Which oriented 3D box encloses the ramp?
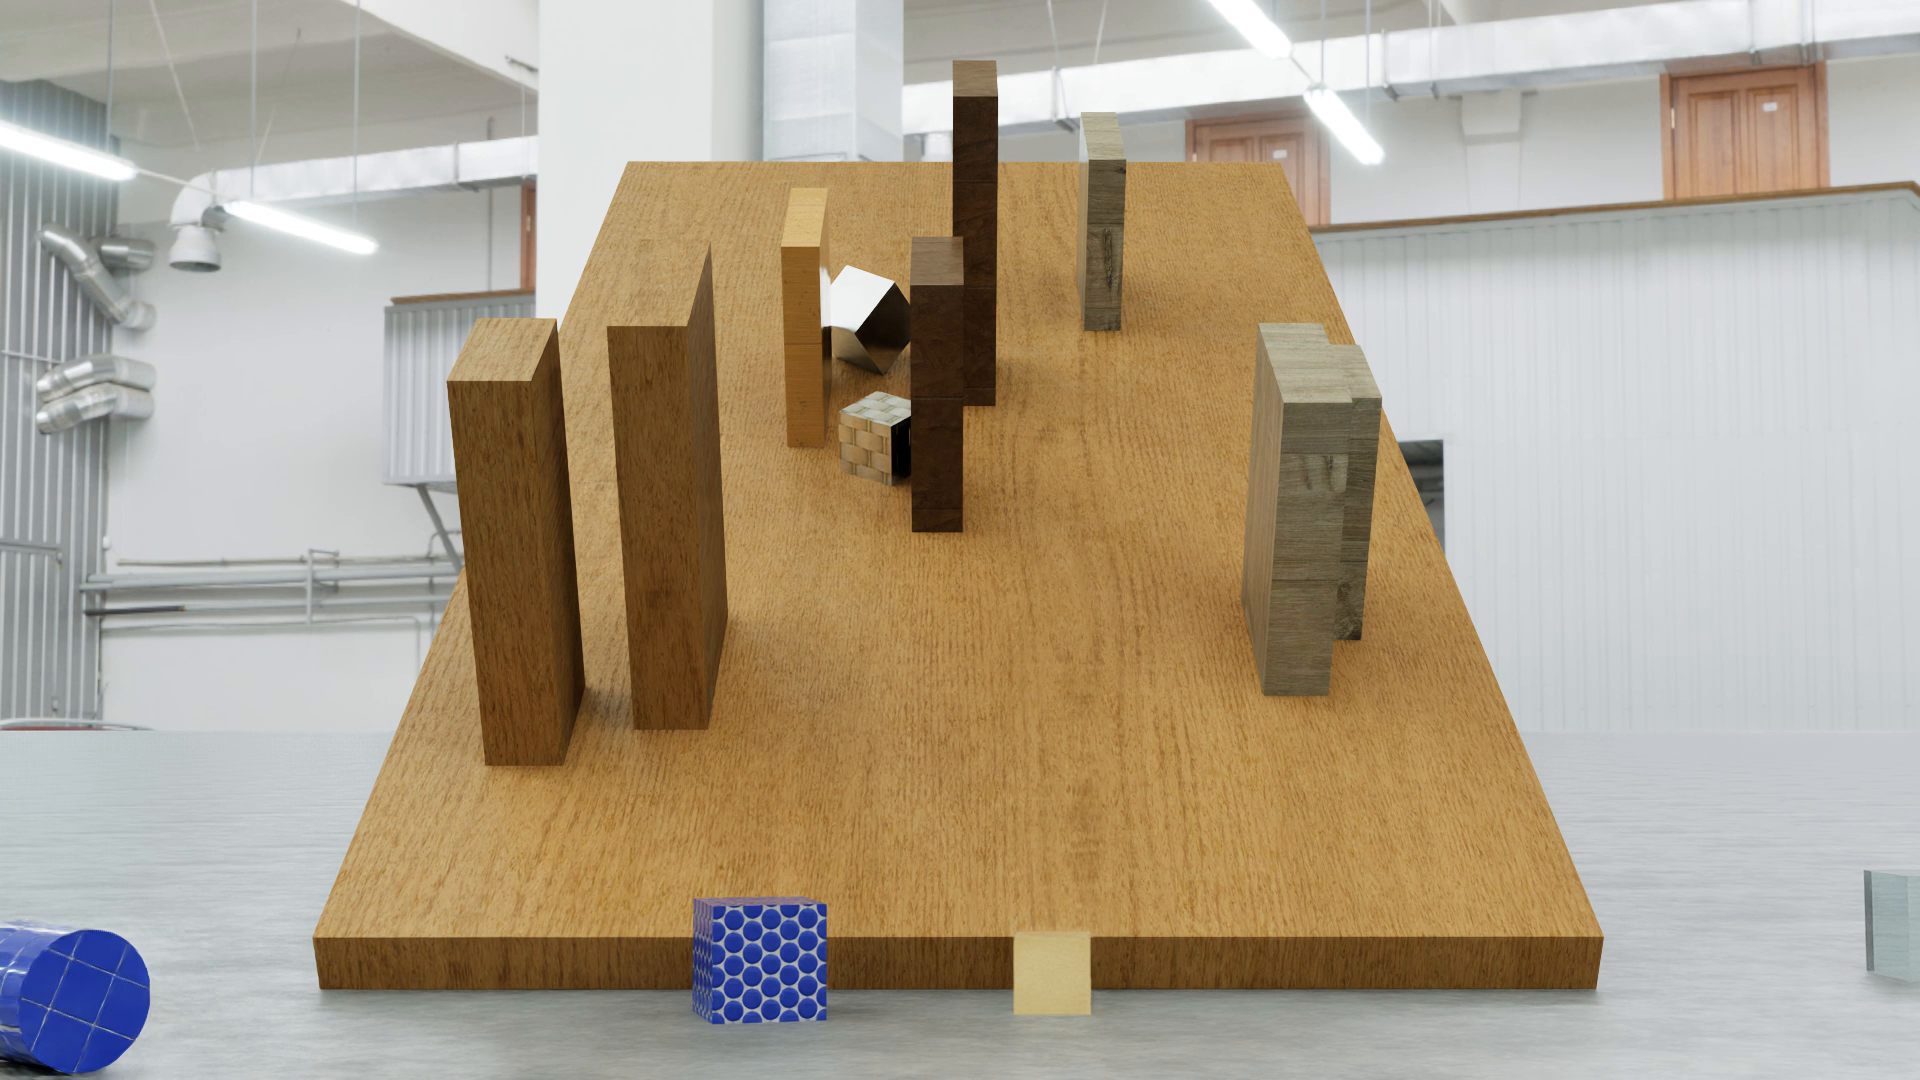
[{"bbox_3d":[-0.010,-0.228,5.470,2.000,0.100,4.000,0,26,0],"label":"ramp"}]

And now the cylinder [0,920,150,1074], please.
[{"bbox_3d":[-1.107,0.554,2.871,0.170,0.170,0.170,-3,-6,41],"label":"cylinder"}]

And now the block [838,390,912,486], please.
[{"bbox_3d":[-0.166,-0.224,5.188,0.142,0.142,0.142,17,31,31],"label":"block"}]

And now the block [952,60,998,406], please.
[{"bbox_3d":[0.033,-0.713,5.503,0.101,0.741,0.305,0,26,0],"label":"block"}]

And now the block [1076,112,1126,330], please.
[{"bbox_3d":[0.359,-0.821,6.053,0.092,0.447,0.415,0,26,0],"label":"block"}]

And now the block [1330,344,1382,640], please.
[{"bbox_3d":[0.722,-0.092,4.519,0.089,0.502,0.261,0,26,0],"label":"block"}]

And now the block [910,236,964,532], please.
[{"bbox_3d":[-0.047,-0.326,4.939,0.107,0.547,0.294,0,26,0],"label":"block"}]

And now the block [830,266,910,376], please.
[{"bbox_3d":[-0.229,-0.531,5.708,0.165,0.165,0.165,23,-20,38],"label":"block"}]

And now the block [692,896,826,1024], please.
[{"bbox_3d":[-0.288,0.598,3.375,0.162,0.162,0.162,1,-5,-16],"label":"block"}]

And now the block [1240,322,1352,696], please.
[{"bbox_3d":[0.616,-0.060,4.365,0.119,0.582,0.380,0,26,0],"label":"block"}]

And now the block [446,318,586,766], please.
[{"bbox_3d":[-0.756,0.007,4.065,0.135,0.722,0.279,0,26,0],"label":"block"}]

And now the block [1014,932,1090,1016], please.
[{"bbox_3d":[0.135,0.628,3.427,0.109,0.109,0.109,0,-4,3],"label":"block"}]

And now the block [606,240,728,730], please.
[{"bbox_3d":[-0.515,-0.102,4.233,0.132,0.769,0.431,0,26,0],"label":"block"}]

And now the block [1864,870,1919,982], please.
[{"bbox_3d":[1.613,0.635,3.898,0.169,0.169,0.169,0,-4,-2],"label":"block"}]

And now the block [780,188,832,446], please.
[{"bbox_3d":[-0.347,-0.513,5.395,0.083,0.475,0.407,0,26,0],"label":"block"}]
